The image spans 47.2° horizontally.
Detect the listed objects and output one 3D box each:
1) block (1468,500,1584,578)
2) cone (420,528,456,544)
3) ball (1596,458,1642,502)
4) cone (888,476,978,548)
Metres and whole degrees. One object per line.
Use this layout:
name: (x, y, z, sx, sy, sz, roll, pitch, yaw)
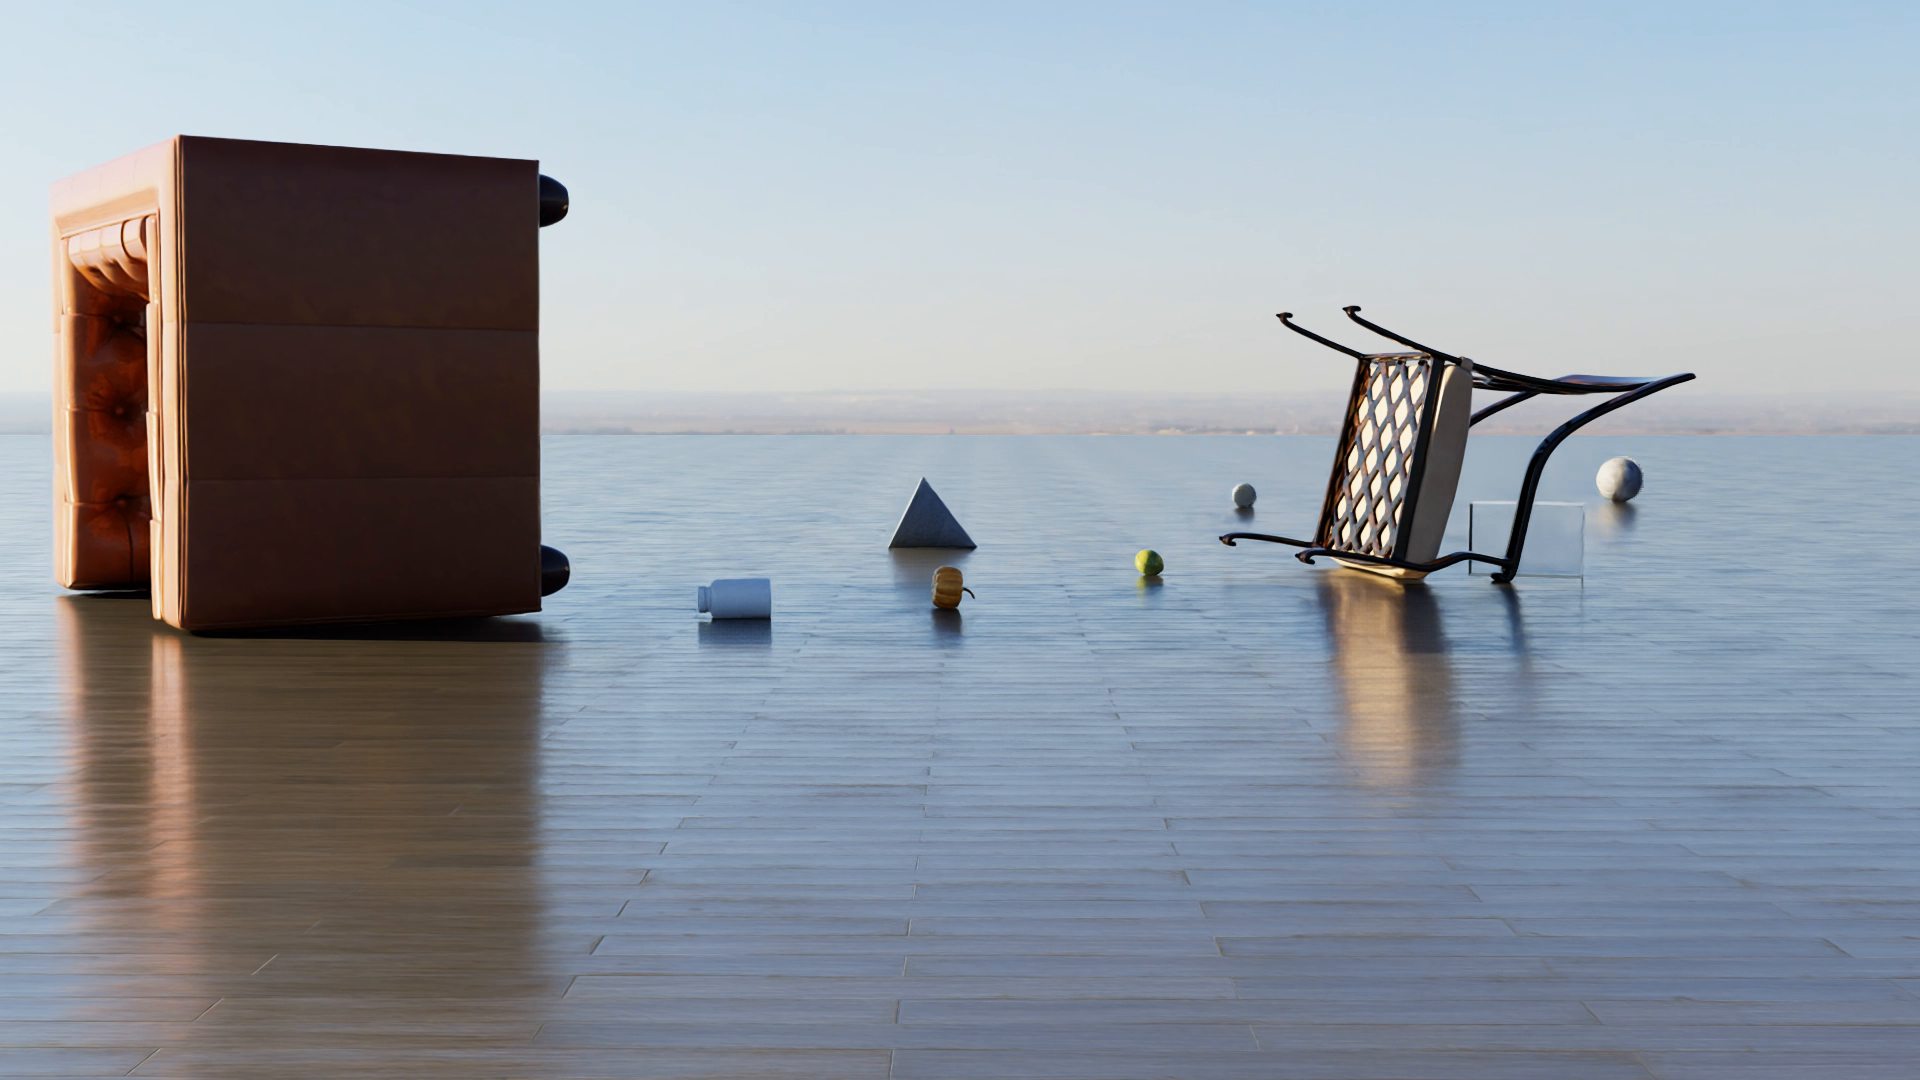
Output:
block: (1.369, -0.002, 5.312, 0.262, 0.174, 0.136, 1, 4, 18)
cone: (-1.546, -0.003, 6.418, 0.087, 0.050, 0.128, -18, -8, 42)
ball: (2.620, -0.238, 8.738, 0.176, 0.176, 0.176, 0, 4, 0)
cone: (-0.052, -0.030, 6.238, 0.228, 0.213, 0.255, 26, 33, -3)
